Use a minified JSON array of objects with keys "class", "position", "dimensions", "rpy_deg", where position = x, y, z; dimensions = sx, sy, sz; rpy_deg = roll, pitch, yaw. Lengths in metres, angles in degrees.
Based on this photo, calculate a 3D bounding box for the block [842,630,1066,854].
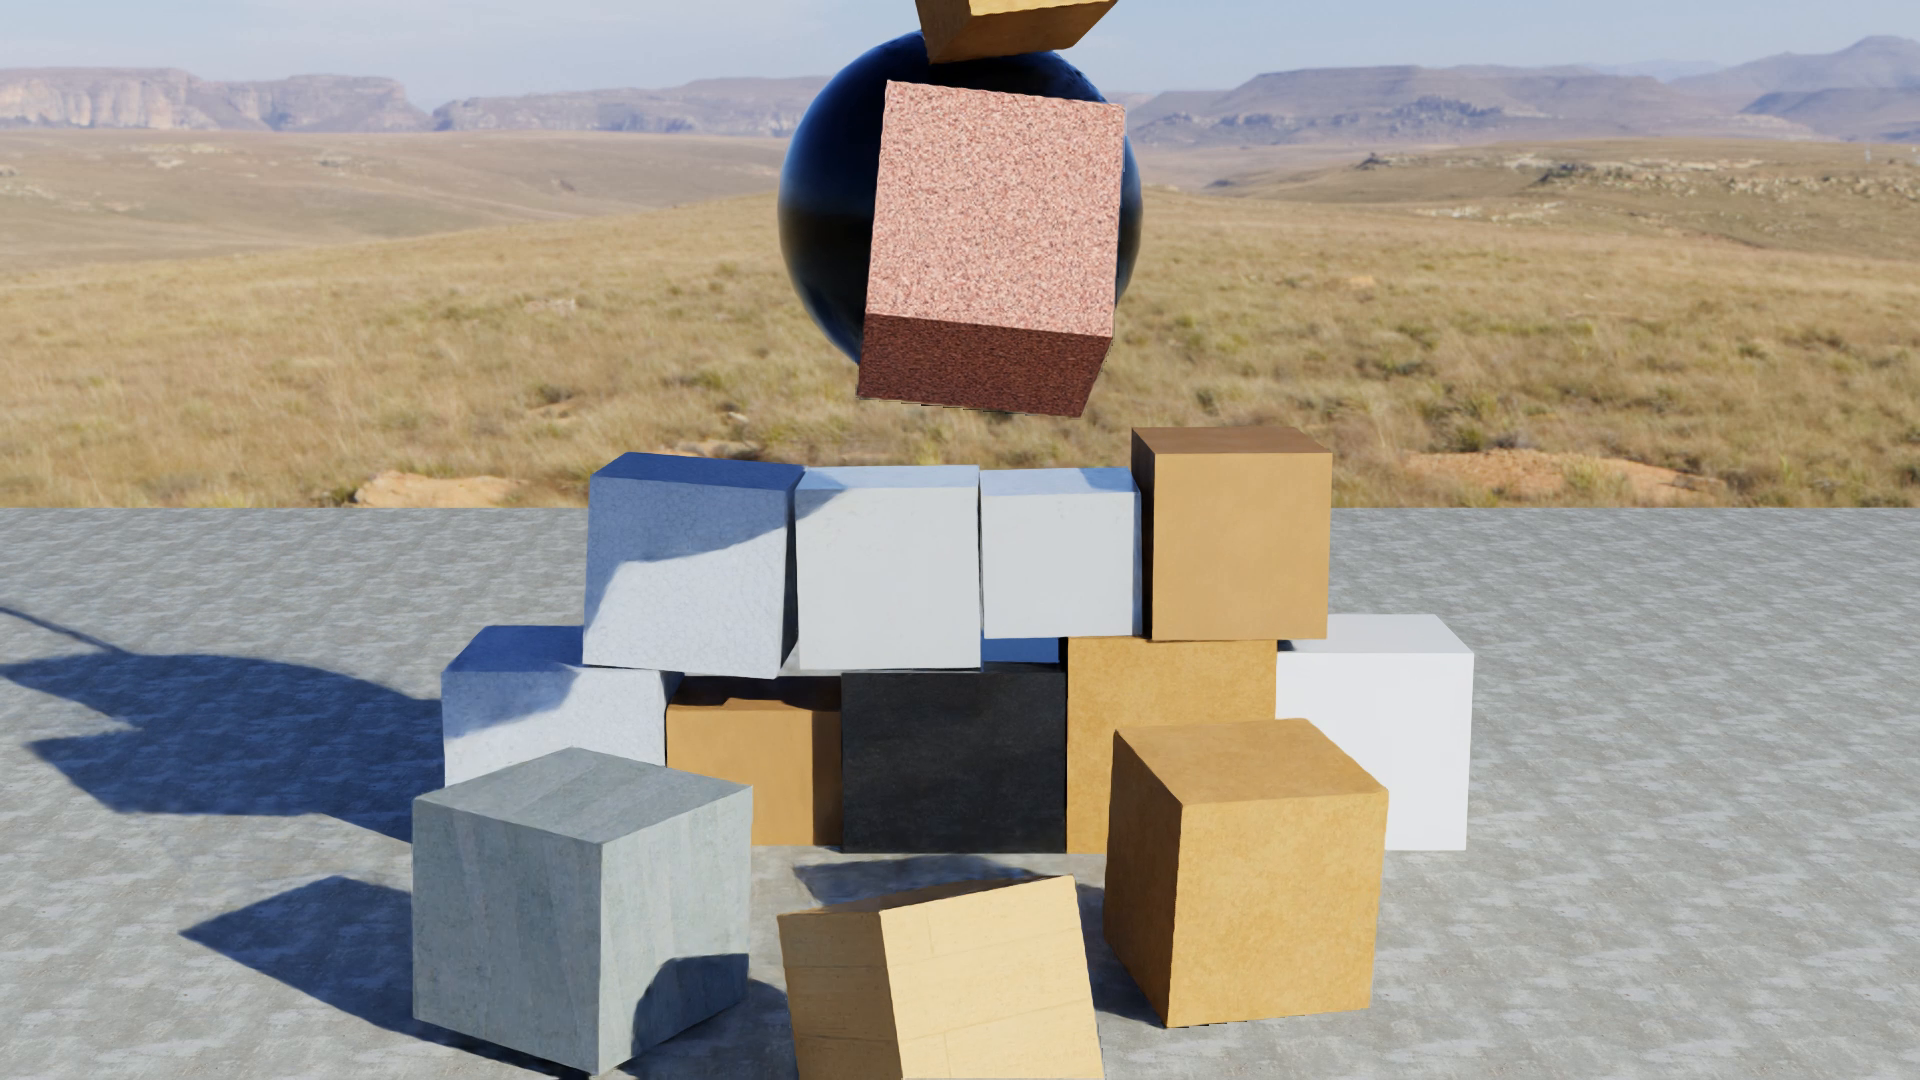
[{"class":"block","position":[-0.032,1.020,11.361],"dimensions":[1.102,0.928,0.981],"rpy_deg":[0,10,0]}]

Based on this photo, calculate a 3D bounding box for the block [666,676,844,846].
[{"class":"block","position":[-1.029,1.130,11.391],"dimensions":[0.873,0.700,0.727],"rpy_deg":[0,10,0]}]

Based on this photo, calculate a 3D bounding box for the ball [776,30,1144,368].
[{"class":"ball","position":[0.000,-1.423,9.588],"dimensions":[1.600,1.600,1.600],"rpy_deg":[0,10,0]}]

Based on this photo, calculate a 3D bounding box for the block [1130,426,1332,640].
[{"class":"block","position":[1.349,-0.054,11.162],"dimensions":[0.859,0.919,1.000],"rpy_deg":[0,10,-2]}]

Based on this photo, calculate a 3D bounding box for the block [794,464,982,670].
[{"class":"block","position":[-0.345,0.124,11.191],"dimensions":[0.894,0.901,0.813],"rpy_deg":[-1,10,1]}]

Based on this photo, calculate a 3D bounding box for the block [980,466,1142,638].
[{"class":"block","position":[0.500,0.051,11.174],"dimensions":[0.777,0.710,0.855],"rpy_deg":[-1,10,0]}]

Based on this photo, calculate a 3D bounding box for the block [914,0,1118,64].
[{"class":"block","position":[0.187,-2.316,8.798],"dimensions":[0.631,0.600,0.538],"rpy_deg":[-11,-5,-20]}]

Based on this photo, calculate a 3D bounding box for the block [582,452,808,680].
[{"class":"block","position":[-1.325,0.110,11.143],"dimensions":[0.953,0.937,0.875],"rpy_deg":[4,10,3]}]

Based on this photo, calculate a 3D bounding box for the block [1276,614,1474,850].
[{"class":"block","position":[2.048,0.975,11.377],"dimensions":[0.971,1.011,0.913],"rpy_deg":[0,10,0]}]

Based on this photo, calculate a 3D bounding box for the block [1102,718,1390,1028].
[{"class":"block","position":[1.164,1.359,9.162],"dimensions":[0.873,0.956,0.852],"rpy_deg":[-2,16,-14]}]

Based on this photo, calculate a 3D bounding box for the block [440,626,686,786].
[{"class":"block","position":[-2.009,1.015,11.353],"dimensions":[1.059,0.940,1.056],"rpy_deg":[0,10,0]}]

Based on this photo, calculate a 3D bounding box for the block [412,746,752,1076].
[{"class":"block","position":[-1.495,1.435,8.753],"dimensions":[0.935,0.897,0.949],"rpy_deg":[8,12,29]}]

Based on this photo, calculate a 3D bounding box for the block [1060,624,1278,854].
[{"class":"block","position":[1.042,0.933,11.367],"dimensions":[1.023,1.097,1.026],"rpy_deg":[0,10,0]}]

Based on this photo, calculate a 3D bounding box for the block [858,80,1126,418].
[{"class":"block","position":[0.101,-1.057,8.156],"dimensions":[0.862,0.899,0.836],"rpy_deg":[5,-17,-3]}]

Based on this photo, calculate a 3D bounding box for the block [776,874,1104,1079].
[{"class":"block","position":[-0.081,1.636,7.904],"dimensions":[0.805,0.721,0.762],"rpy_deg":[-5,-7,-33]}]
